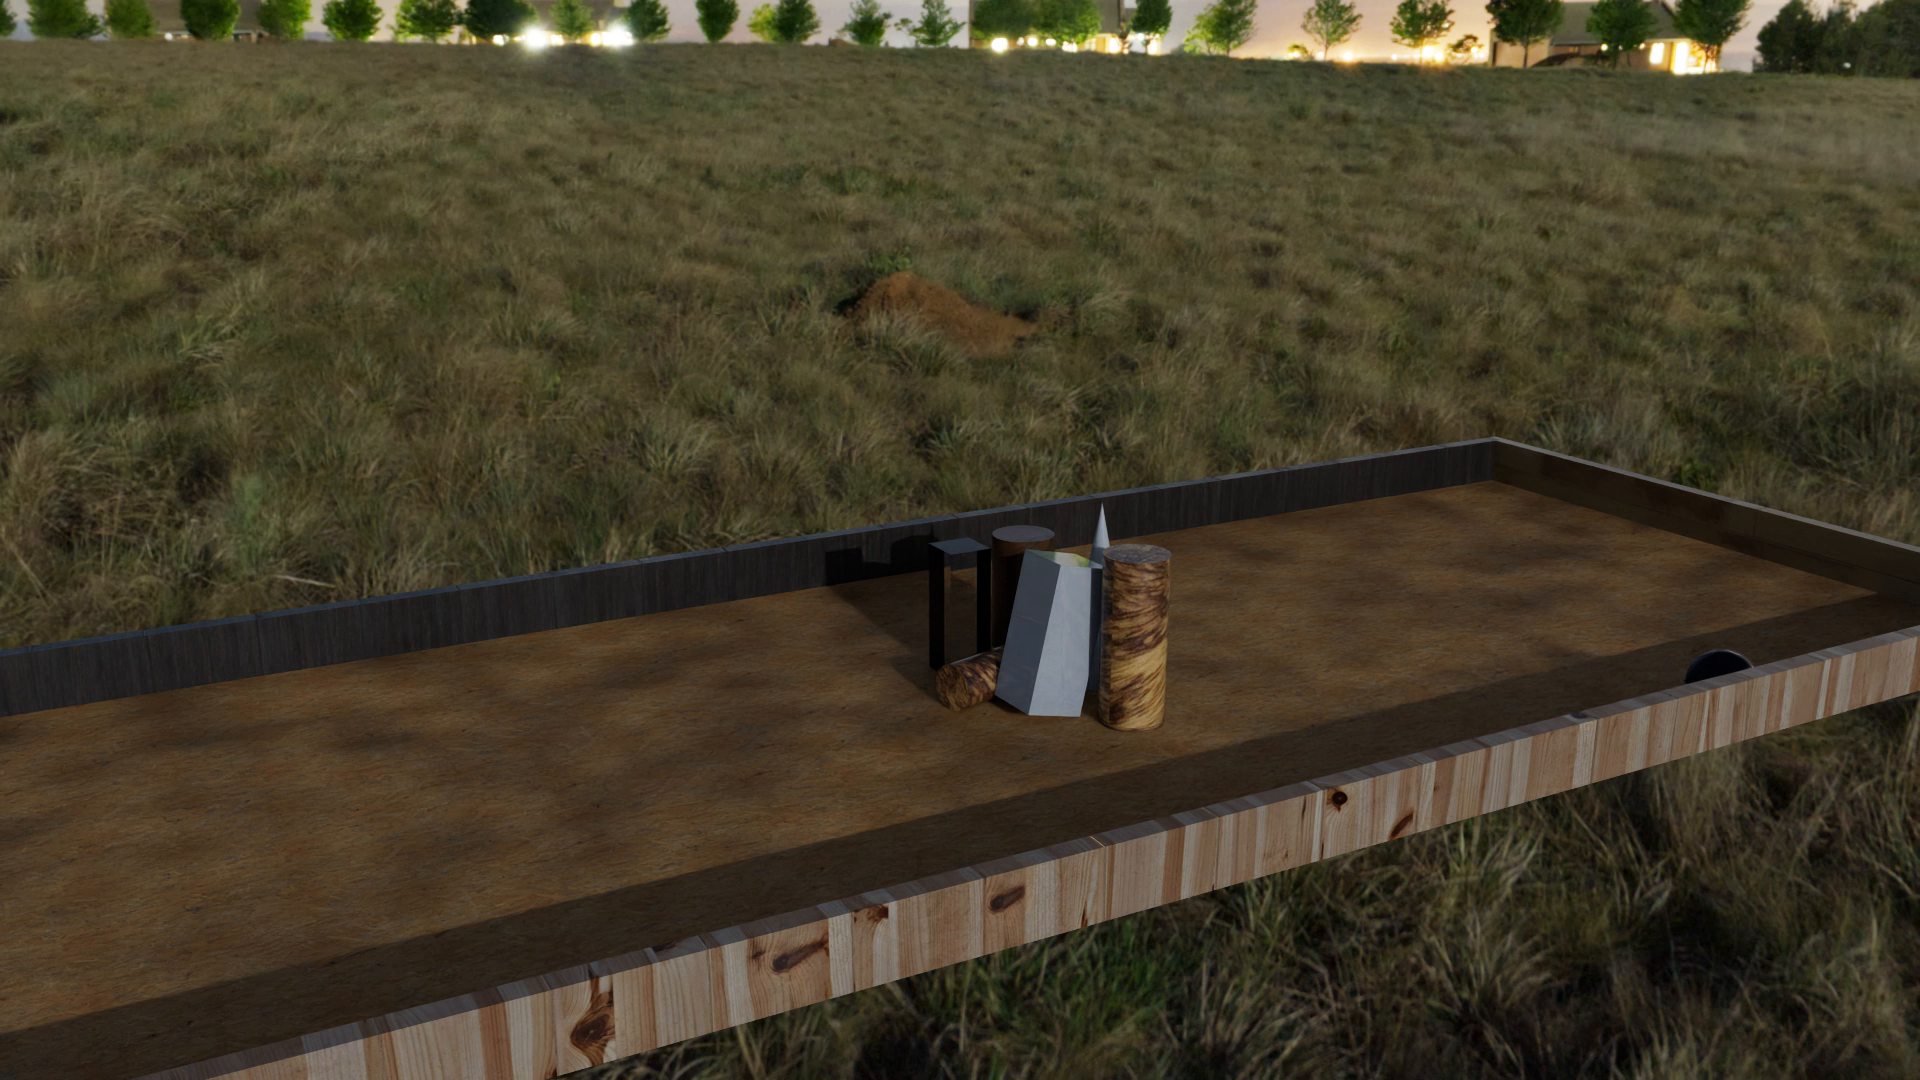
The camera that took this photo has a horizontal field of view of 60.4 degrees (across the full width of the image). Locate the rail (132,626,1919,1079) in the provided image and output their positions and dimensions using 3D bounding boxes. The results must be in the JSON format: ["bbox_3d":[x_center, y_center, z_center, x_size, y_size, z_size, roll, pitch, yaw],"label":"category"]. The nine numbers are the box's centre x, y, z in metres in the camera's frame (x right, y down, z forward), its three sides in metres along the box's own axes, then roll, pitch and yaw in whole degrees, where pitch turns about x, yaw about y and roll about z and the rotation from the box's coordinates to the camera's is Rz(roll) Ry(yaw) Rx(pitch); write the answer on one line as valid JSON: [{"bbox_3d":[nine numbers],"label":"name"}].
[{"bbox_3d":[-2.336,1.006,1.665,12.000,0.150,0.050,-9,18,-27],"label":"rail"}]

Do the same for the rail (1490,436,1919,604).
[{"bbox_3d":[2.466,-0.048,5.253,0.050,0.150,2.100,-9,18,-27],"label":"rail"}]

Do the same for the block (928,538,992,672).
[{"bbox_3d":[-0.001,0.173,4.179,0.115,0.331,0.115,-9,19,-28],"label":"block"}]

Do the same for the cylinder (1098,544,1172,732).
[{"bbox_3d":[0.406,0.228,3.849,0.159,0.411,0.159,0,17,0],"label":"cylinder"}]

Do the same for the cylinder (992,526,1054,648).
[{"bbox_3d":[0.166,0.130,4.370,0.165,0.305,0.165,0,16,0],"label":"cylinder"}]

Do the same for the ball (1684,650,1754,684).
[{"bbox_3d":[1.806,0.340,3.911,0.162,0.162,0.162,0,16,0],"label":"ball"}]

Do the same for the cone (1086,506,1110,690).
[{"bbox_3d":[0.349,0.128,4.108,0.178,0.458,0.178,0,16,0],"label":"cone"}]

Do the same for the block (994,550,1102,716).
[{"bbox_3d":[0.220,0.221,3.916,0.150,0.362,0.150,6,11,-33],"label":"block"}]

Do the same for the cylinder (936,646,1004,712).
[{"bbox_3d":[0.106,0.320,4.061,0.344,0.116,0.116,-15,22,-41],"label":"cylinder"}]

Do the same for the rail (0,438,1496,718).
[{"bbox_3d":[-3.305,0.497,3.399,12.000,0.150,0.050,-9,18,-27],"label":"rail"}]
